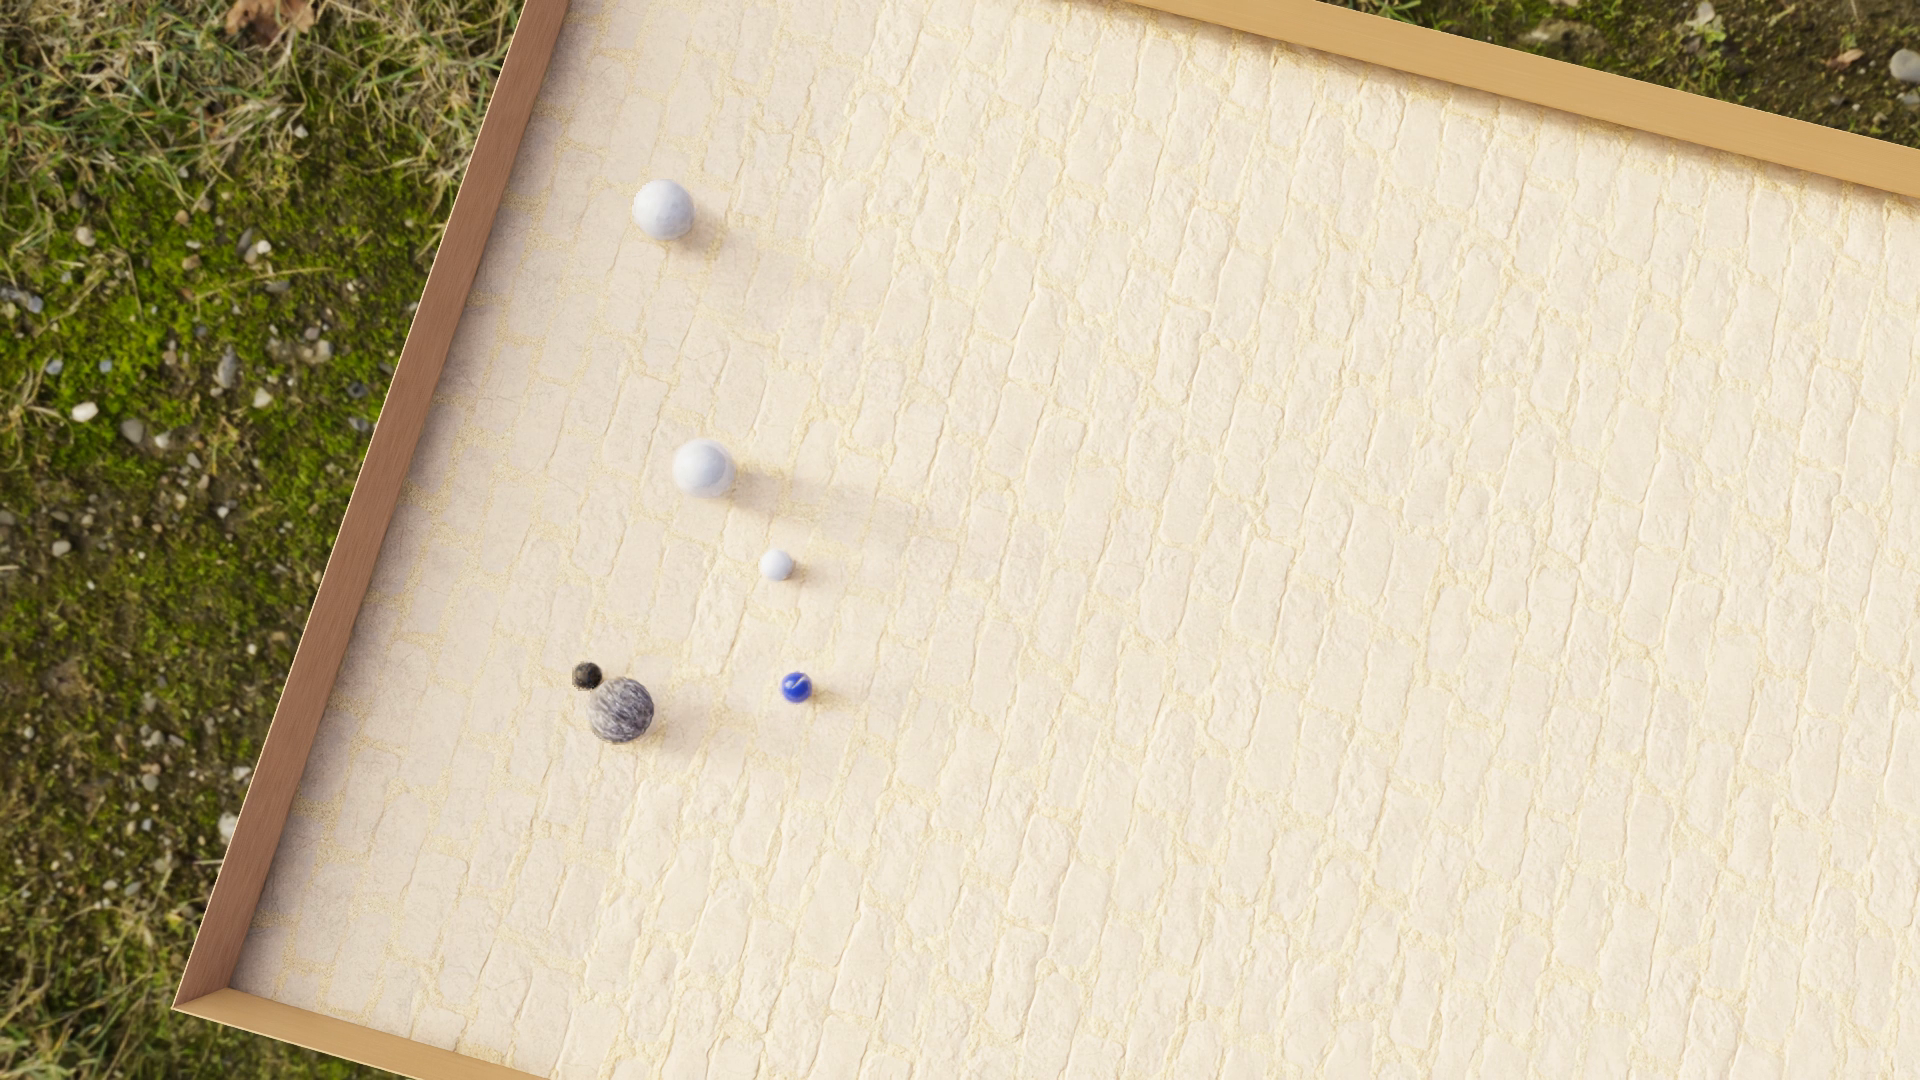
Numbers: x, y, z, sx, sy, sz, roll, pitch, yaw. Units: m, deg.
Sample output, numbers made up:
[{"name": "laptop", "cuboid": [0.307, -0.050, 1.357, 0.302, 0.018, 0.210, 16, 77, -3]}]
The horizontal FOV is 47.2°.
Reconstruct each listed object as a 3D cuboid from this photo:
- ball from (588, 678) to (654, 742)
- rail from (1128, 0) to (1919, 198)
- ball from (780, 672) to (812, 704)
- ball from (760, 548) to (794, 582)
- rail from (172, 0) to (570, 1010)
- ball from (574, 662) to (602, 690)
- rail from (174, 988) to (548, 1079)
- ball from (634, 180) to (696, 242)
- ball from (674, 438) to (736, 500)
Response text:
[{"name": "ball", "cuboid": [-0.502, 0.251, 3.255, 0.097, 0.097, 0.097, 0, 76, 0]}, {"name": "rail", "cuboid": [1.097, -0.663, 3.464, 3.521, 0.126, 0.045, 15, 77, 4]}, {"name": "ball", "cuboid": [-0.244, 0.220, 3.287, 0.048, 0.048, 0.048, 0, 76, 0]}, {"name": "ball", "cuboid": [-0.277, 0.037, 3.332, 0.050, 0.050, 0.050, 0, 76, 0]}, {"name": "rail", "cuboid": [-0.826, -0.227, 3.356, 0.045, 0.126, 1.930, 15, 77, 4]}, {"name": "ball", "cuboid": [-0.557, 0.203, 3.294, 0.043, 0.043, 0.043, 0, 76, 0]}, {"name": "rail", "cuboid": [0.601, 1.100, 3.030, 3.521, 0.126, 0.045, 15, 77, 4]}, {"name": "ball", "cuboid": [-0.462, -0.515, 3.445, 0.095, 0.095, 0.095, 0, 76, 0]}, {"name": "ball", "cuboid": [-0.389, -0.108, 3.345, 0.093, 0.093, 0.093, 0, 76, 0]}]
